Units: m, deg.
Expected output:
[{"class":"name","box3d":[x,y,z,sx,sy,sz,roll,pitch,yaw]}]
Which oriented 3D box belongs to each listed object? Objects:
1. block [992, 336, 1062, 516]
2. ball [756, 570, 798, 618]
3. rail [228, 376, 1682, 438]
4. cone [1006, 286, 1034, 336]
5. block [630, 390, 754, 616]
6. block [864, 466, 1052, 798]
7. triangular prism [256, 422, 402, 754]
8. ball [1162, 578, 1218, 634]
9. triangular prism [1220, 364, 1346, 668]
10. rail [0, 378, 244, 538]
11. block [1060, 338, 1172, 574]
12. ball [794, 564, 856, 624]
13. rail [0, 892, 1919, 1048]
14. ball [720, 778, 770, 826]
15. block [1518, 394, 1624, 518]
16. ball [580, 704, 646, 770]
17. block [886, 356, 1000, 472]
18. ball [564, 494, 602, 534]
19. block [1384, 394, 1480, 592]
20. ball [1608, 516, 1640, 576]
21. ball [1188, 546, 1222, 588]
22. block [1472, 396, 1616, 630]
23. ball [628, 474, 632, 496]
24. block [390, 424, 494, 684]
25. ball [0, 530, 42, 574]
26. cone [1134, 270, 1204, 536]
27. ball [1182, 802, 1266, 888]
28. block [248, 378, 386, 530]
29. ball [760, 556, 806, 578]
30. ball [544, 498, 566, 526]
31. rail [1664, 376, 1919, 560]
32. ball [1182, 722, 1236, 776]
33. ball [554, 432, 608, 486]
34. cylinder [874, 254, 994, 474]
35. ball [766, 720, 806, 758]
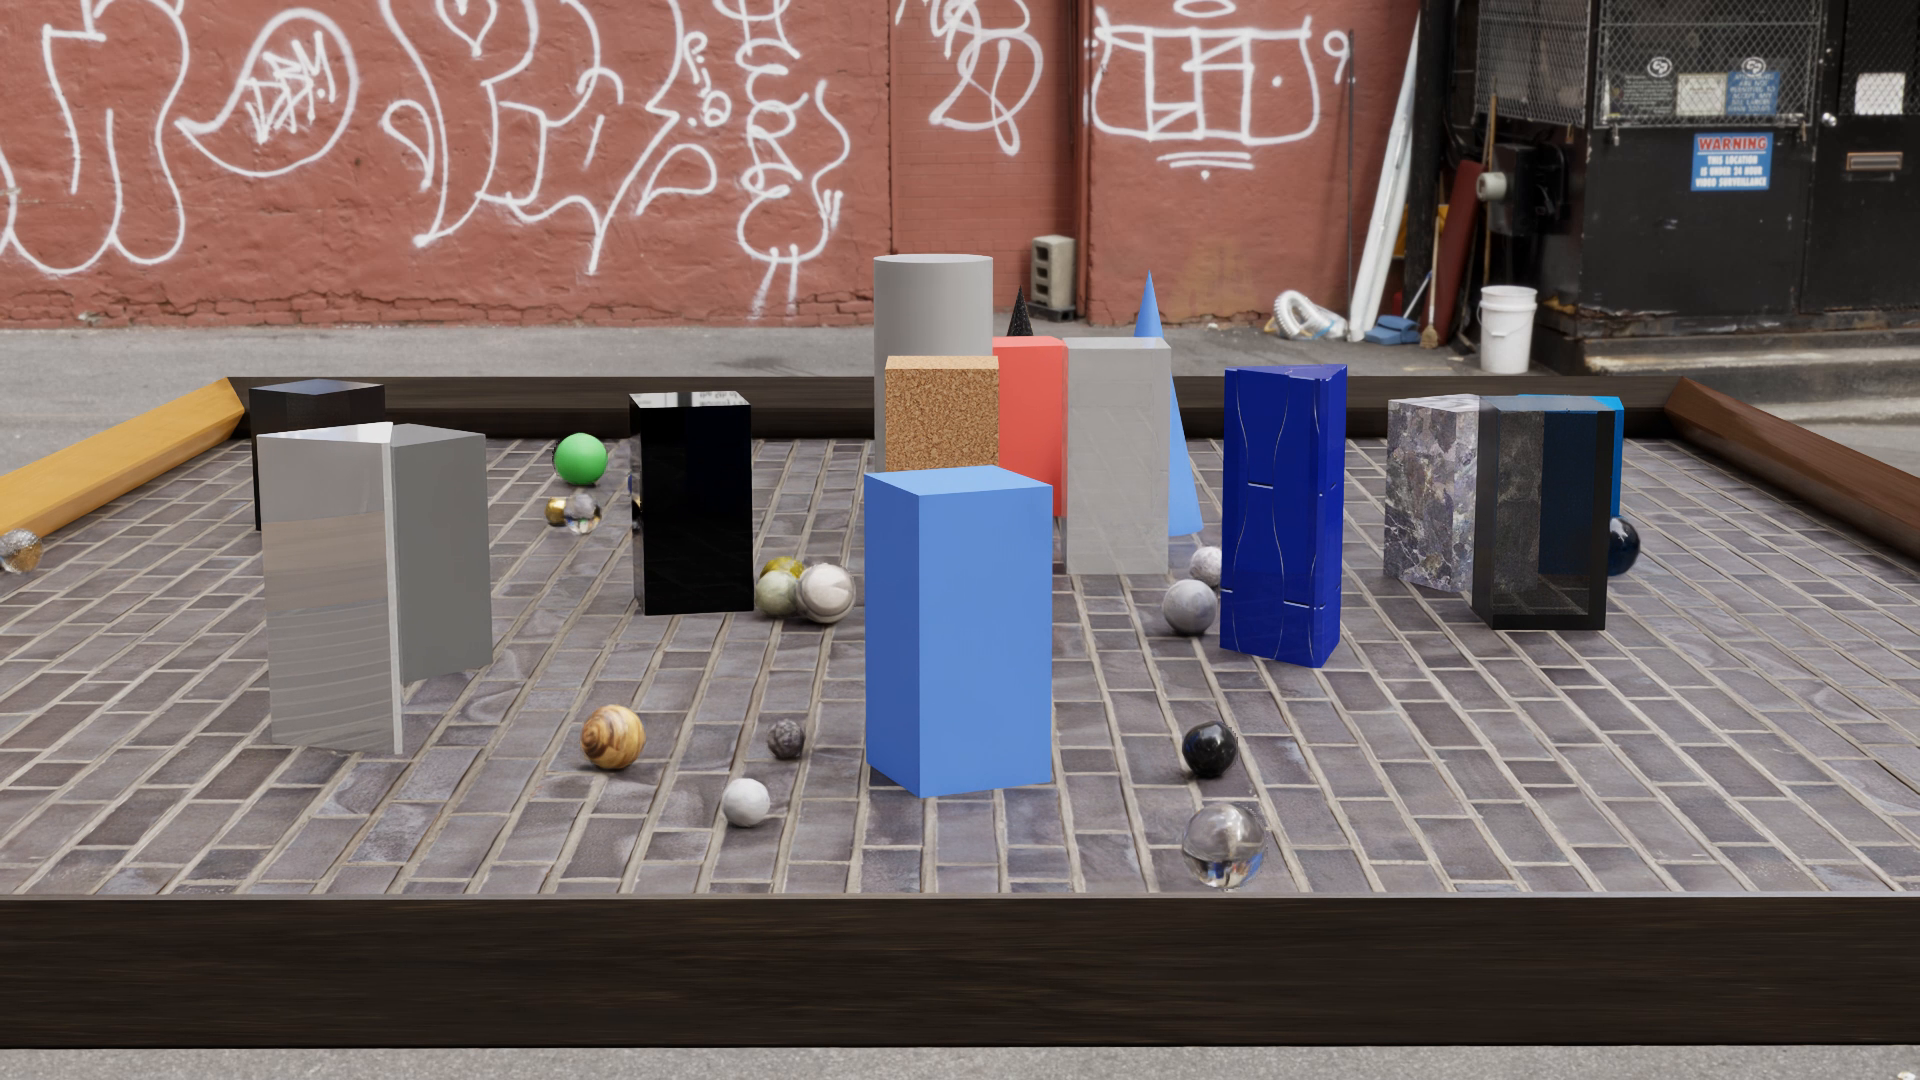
[{"class":"block","box3d":[0.094,-0.185,4.175,0.145,0.276,0.145,-2,11,-12]},{"class":"ball","box3d":[-0.239,0.071,3.388,0.063,0.063,0.063,0,11,0]},{"class":"rail","box3d":[-0.009,-0.255,4.972,2.831,0.118,0.045,0,11,0]},{"class":"cone","box3d":[0.106,-0.284,4.536,0.182,0.337,0.182,0,11,0]},{"class":"block","box3d":[-0.363,-0.052,3.459,0.145,0.278,0.145,-2,11,-13]},{"class":"block","box3d":[-0.003,0.090,2.627,0.145,0.307,0.145,-5,12,-23]},{"class":"triangular prism","box3d":[-0.648,0.047,2.781,0.157,0.334,0.136,4,11,19]},{"class":"ball","box3d":[0.295,0.085,3.288,0.071,0.071,0.071,0,11,0]},{"class":"triangular prism","box3d":[0.429,-0.037,3.178,0.136,0.353,0.157,-10,14,-42]},{"class":"rail","box3d":[-1.392,0.032,3.442,0.045,0.118,3.145,0,11,0]},{"class":"block","box3d":[0.224,-0.124,3.717,0.145,0.325,0.145,0,11,-1]},{"class":"ball","box3d":[-0.176,0.070,3.353,0.079,0.079,0.079,0,11,0]},{"class":"rail","box3d":[0.009,0.316,1.928,2.831,0.118,0.045,0,11,0]},{"class":"ball","box3d":[-0.206,0.252,2.466,0.047,0.047,0.047,0,11,0]},{"class":"block","box3d":[0.891,-0.087,3.769,0.145,0.233,0.145,2,11,11]},{"class":"ball","box3d":[-0.360,0.205,2.664,0.067,0.067,0.067,0,11,0]},{"class":"block","box3d":[-0.023,-0.066,3.371,0.145,0.337,0.145,0,11,0]},{"class":"ball","box3d":[-0.587,-0.041,3.991,0.060,0.060,0.060,0,11,0]},{"class":"block","box3d":[0.705,-0.069,3.624,0.145,0.251,0.145,-6,12,-29]},{"class":"ball","box3d":[0.924,0.008,3.656,0.087,0.087,0.087,0,11,0]},{"class":"ball","box3d":[0.348,0.038,3.583,0.057,0.057,0.057,0,11,0]},{"class":"block","box3d":[0.761,-0.037,3.360,0.145,0.286,0.145,0,11,1]},{"class":"ball","box3d":[-0.509,-0.093,4.225,0.077,0.077,0.077,0,11,0]},{"class":"block","box3d":[-0.672,0.014,3.098,0.145,0.283,0.145,9,14,39]},{"class":"ball","box3d":[-1.350,0.016,3.682,0.063,0.063,0.063,0,11,0]},{"class":"cone","box3d":[0.294,-0.221,4.014,0.182,0.406,0.182,0,11,0]},{"class":"ball","box3d":[0.235,0.272,2.283,0.075,0.075,0.075,0,11,0]},{"class":"block","box3d":[-1.002,-0.129,4.019,0.145,0.224,0.145,7,13,32]},{"class":"ball","box3d":[-0.238,0.055,3.462,0.067,0.067,0.067,0,11,0]},{"class":"ball","box3d":[-0.636,-0.045,4.061,0.042,0.042,0.042,0,11,0]},{"class":"rail","box3d":[1.392,0.029,3.458,0.045,0.118,3.145,0,11,0]},{"class":"ball","box3d":[0.257,0.214,2.640,0.056,0.056,0.056,0,11,0]},{"class":"ball","box3d":[-0.656,-0.140,4.435,0.091,0.091,0.091,0,11,0]},{"class":"cylinder","box3d":[-0.041,-0.217,3.929,0.182,0.429,0.182,0,11,0]},{"class":"ball","box3d":[-0.184,0.210,2.708,0.041,0.041,0.041,0,11,0]}]
